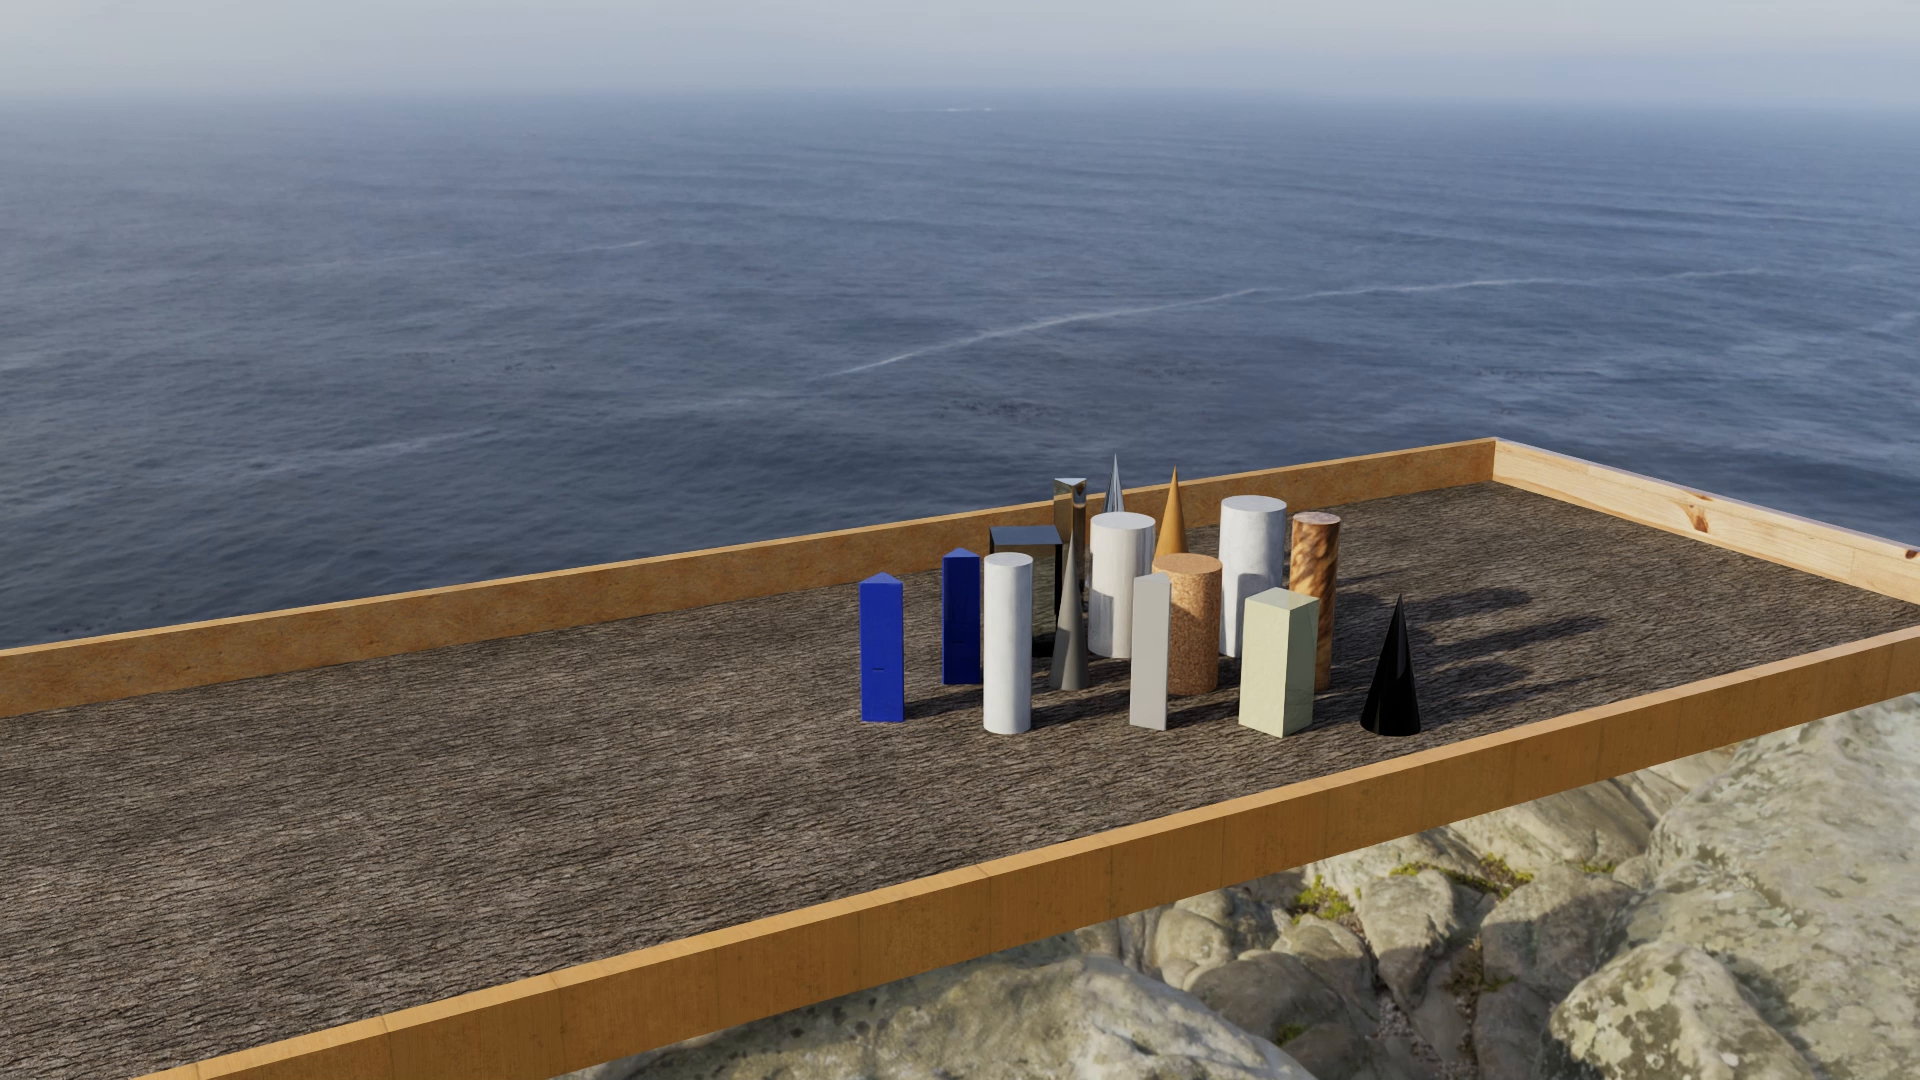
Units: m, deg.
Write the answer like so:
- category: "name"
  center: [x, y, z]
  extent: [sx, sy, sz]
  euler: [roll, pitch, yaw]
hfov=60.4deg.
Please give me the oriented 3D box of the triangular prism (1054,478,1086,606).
- category: "triangular prism"
  center: [0.319, 0.015, 4.638]
  extent: [0.077, 0.376, 0.089]
  euler: [-10, 19, -30]

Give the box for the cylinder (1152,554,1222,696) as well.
- category: "cylinder"
  center: [0.559, 0.207, 4.094]
  extent: [0.172, 0.313, 0.172]
  euler: [0, 16, 0]

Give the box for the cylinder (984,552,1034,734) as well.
- category: "cylinder"
  center: [0.111, 0.239, 3.819]
  extent: [0.112, 0.407, 0.112]
  euler: [0, 16, 0]

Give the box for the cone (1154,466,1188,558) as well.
- category: "cone"
  center: [0.591, 0.001, 4.582]
  extent: [0.157, 0.434, 0.157]
  euler: [0, 16, 0]

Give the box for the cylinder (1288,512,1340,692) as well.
- category: "cylinder"
  center: [0.867, 0.154, 4.067]
  extent: [0.113, 0.431, 0.113]
  euler: [0, 16, 0]

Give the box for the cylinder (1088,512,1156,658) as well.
- category: "cylinder"
  center: [0.424, 0.117, 4.336]
  extent: [0.168, 0.350, 0.168]
  euler: [0, 16, 0]

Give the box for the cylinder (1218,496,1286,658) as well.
- category: "cylinder"
  center: [0.761, 0.096, 4.325]
  extent: [0.168, 0.397, 0.168]
  euler: [0, 16, 0]

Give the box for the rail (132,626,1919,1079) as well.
- category: "rail"
  center: [-2.336, 1.006, 1.665]
  extent: [12.000, 0.150, 0.050]
  euler: [-9, 18, -27]

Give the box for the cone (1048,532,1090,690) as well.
- category: "cone"
  center: [0.274, 0.163, 4.079]
  extent: [0.105, 0.406, 0.105]
  euler: [0, 16, 0]

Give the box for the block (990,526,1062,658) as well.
- category: "block"
  center: [0.171, 0.135, 4.348]
  extent: [0.175, 0.309, 0.175]
  euler: [-1, 16, -3]

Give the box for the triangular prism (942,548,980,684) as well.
- category: "triangular prism"
  center: [0.001, 0.190, 4.119]
  extent: [0.092, 0.333, 0.080]
  euler: [-1, 16, -4]

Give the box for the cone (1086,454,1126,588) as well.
- category: "cone"
  center: [0.451, -0.061, 4.845]
  extent: [0.159, 0.405, 0.159]
  euler: [0, 16, 0]

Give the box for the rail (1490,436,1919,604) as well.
- category: "rail"
  center: [2.466, -0.048, 5.253]
  extent: [0.050, 0.150, 2.100]
  euler: [-9, 18, -27]

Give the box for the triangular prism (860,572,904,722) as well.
- category: "triangular prism"
  center: [-0.181, 0.252, 3.890]
  extent: [0.099, 0.343, 0.086]
  euler: [0, 16, 1]

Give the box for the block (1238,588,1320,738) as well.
- category: "block"
  center: [0.742, 0.284, 3.839]
  extent: [0.122, 0.311, 0.122]
  euler: [-16, 23, -43]

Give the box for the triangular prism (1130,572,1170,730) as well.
- category: "triangular prism"
  center: [0.456, 0.256, 3.844]
  extent: [0.089, 0.360, 0.077]
  euler: [8, 18, 26]

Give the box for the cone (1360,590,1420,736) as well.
- category: "cone"
  center: [1.011, 0.275, 3.828]
  extent: [0.140, 0.334, 0.140]
  euler: [0, 16, 0]

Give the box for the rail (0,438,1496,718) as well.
- category: "rail"
  center: [-3.305, 0.497, 3.399]
  extent: [12.000, 0.150, 0.050]
  euler: [-9, 18, -27]
